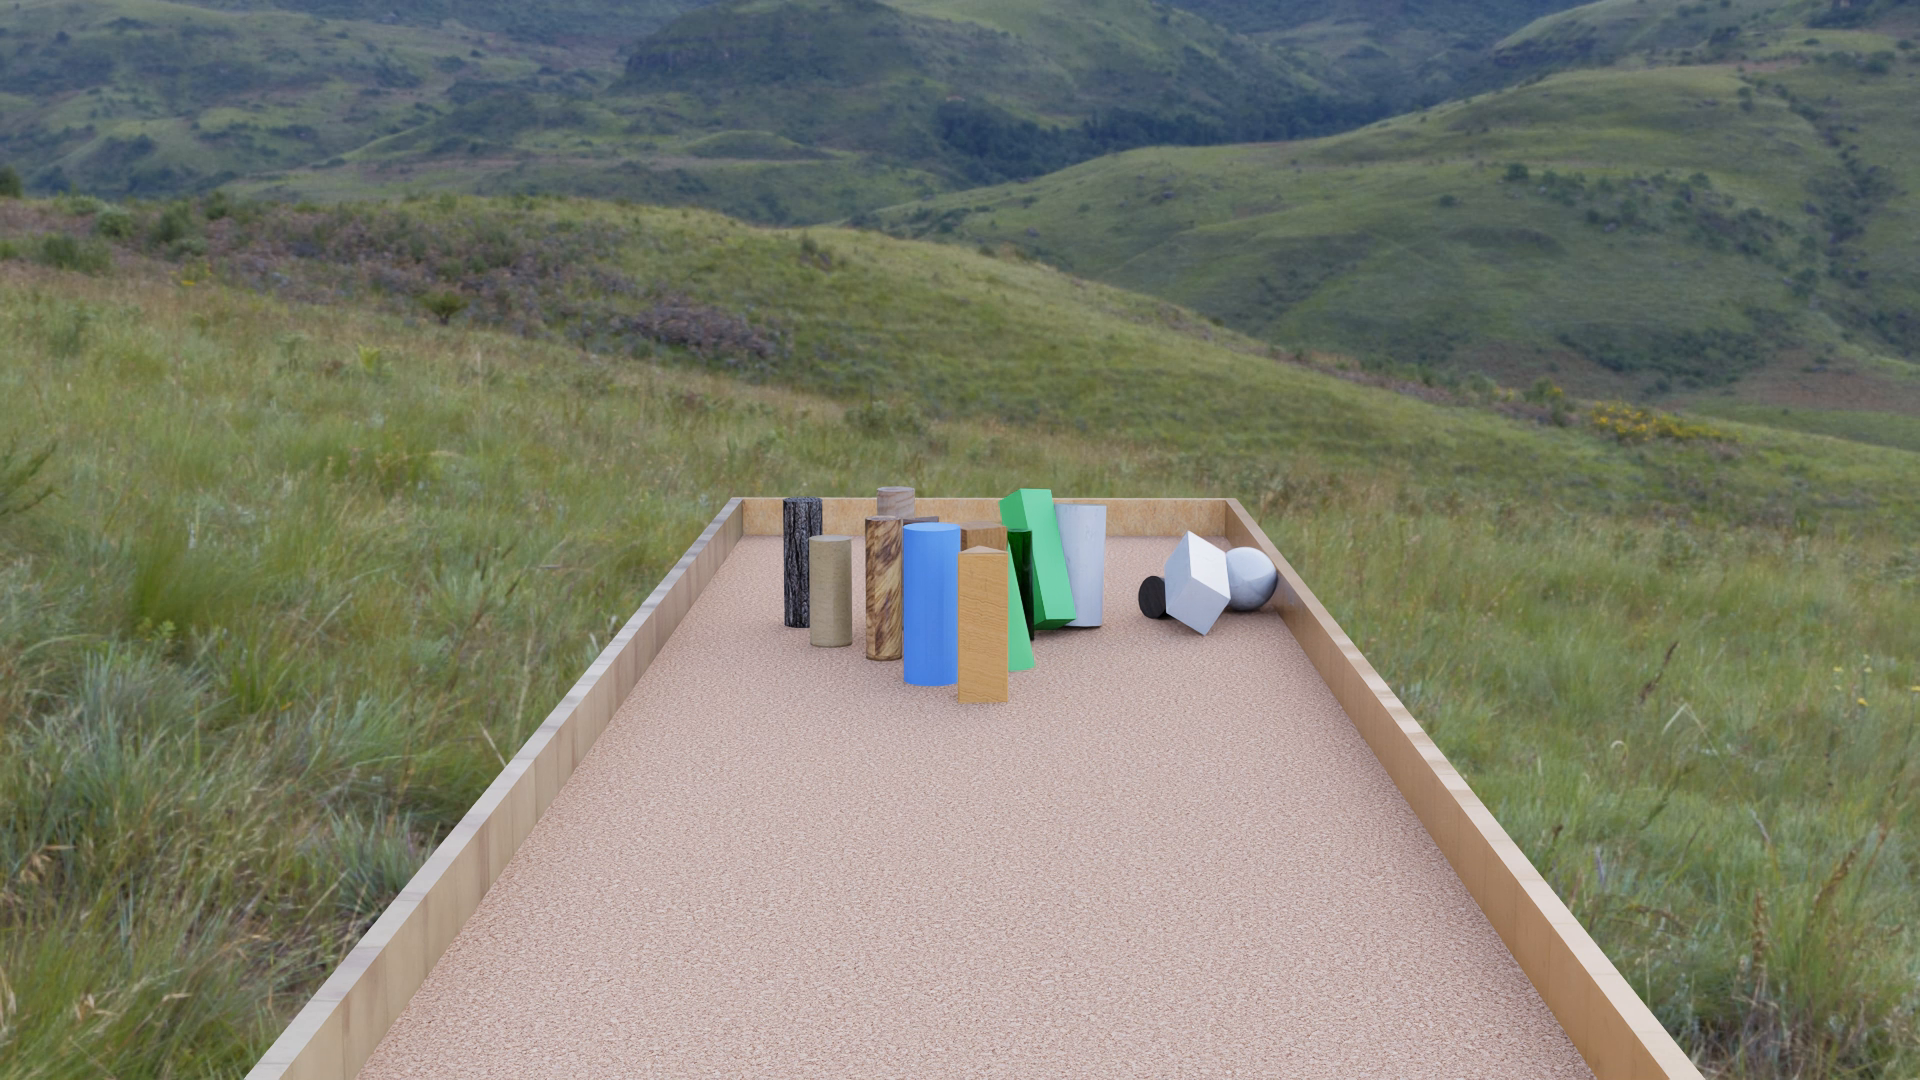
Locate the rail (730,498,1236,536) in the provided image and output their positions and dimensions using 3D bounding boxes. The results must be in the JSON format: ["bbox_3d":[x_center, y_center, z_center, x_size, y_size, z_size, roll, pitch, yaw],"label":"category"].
[{"bbox_3d":[0.099,-0.098,9.147,2.100,0.150,0.050,0,9,1],"label":"rail"}]

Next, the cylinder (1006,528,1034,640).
[{"bbox_3d":[0.182,0.143,6.975,0.102,0.349,0.102,-1,6,0],"label":"cylinder"}]

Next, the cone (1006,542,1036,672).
[{"bbox_3d":[0.146,0.190,6.593,0.161,0.379,0.161,0,10,0],"label":"cone"}]

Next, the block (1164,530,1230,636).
[{"bbox_3d":[0.779,0.138,7.246,0.148,0.148,0.450,31,19,-6],"label":"block"}]

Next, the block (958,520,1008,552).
[{"bbox_3d":[0.044,0.157,6.710,0.143,0.408,0.143,-6,10,-32],"label":"block"}]

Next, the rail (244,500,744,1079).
[{"bbox_3d":[-1.004,0.839,3.234,0.050,0.150,12.000,0,9,1],"label":"rail"}]

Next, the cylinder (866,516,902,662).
[{"bbox_3d":[-0.233,0.147,6.703,0.110,0.432,0.110,0,9,0],"label":"cylinder"}]

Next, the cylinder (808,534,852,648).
[{"bbox_3d":[-0.407,0.160,6.921,0.134,0.337,0.134,0,9,0],"label":"cylinder"}]

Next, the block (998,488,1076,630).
[{"bbox_3d":[0.250,0.064,7.134,0.124,0.442,0.124,1,-20,-36],"label":"block"}]

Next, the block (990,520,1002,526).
[{"bbox_3d":[0.068,0.106,7.229,0.161,0.327,0.161,-7,2,-36],"label":"block"}]

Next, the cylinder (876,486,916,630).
[{"bbox_3d":[-0.208,0.059,7.179,0.124,0.456,0.124,0,9,0],"label":"cylinder"}]

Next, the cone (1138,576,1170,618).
[{"bbox_3d":[0.822,0.205,7.492,0.455,0.144,0.144,4,4,-38],"label":"cone"}]

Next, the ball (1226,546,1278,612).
[{"bbox_3d":[0.967,0.132,7.472,0.219,0.219,0.219,0,9,0],"label":"ball"}]

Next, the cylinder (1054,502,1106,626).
[{"bbox_3d":[0.385,0.079,7.210,0.178,0.392,0.178,2,3,0],"label":"cylinder"}]

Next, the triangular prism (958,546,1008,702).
[{"bbox_3d":[0.059,0.235,6.173,0.139,0.424,0.121,-1,9,-5],"label":"triangular prism"}]

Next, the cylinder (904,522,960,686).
[{"bbox_3d":[-0.081,0.185,6.394,0.166,0.453,0.166,0,9,0],"label":"cylinder"}]

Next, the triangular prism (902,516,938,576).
[{"bbox_3d":[-0.098,0.128,6.932,0.125,0.397,0.108,6,11,32],"label":"triangular prism"}]

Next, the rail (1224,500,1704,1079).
[{"bbox_3d":[1.046,0.843,3.208,0.050,0.150,12.000,0,9,1],"label":"rail"}]

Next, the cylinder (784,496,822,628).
[{"bbox_3d":[-0.514,0.073,7.224,0.129,0.415,0.129,0,9,0],"label":"cylinder"}]
